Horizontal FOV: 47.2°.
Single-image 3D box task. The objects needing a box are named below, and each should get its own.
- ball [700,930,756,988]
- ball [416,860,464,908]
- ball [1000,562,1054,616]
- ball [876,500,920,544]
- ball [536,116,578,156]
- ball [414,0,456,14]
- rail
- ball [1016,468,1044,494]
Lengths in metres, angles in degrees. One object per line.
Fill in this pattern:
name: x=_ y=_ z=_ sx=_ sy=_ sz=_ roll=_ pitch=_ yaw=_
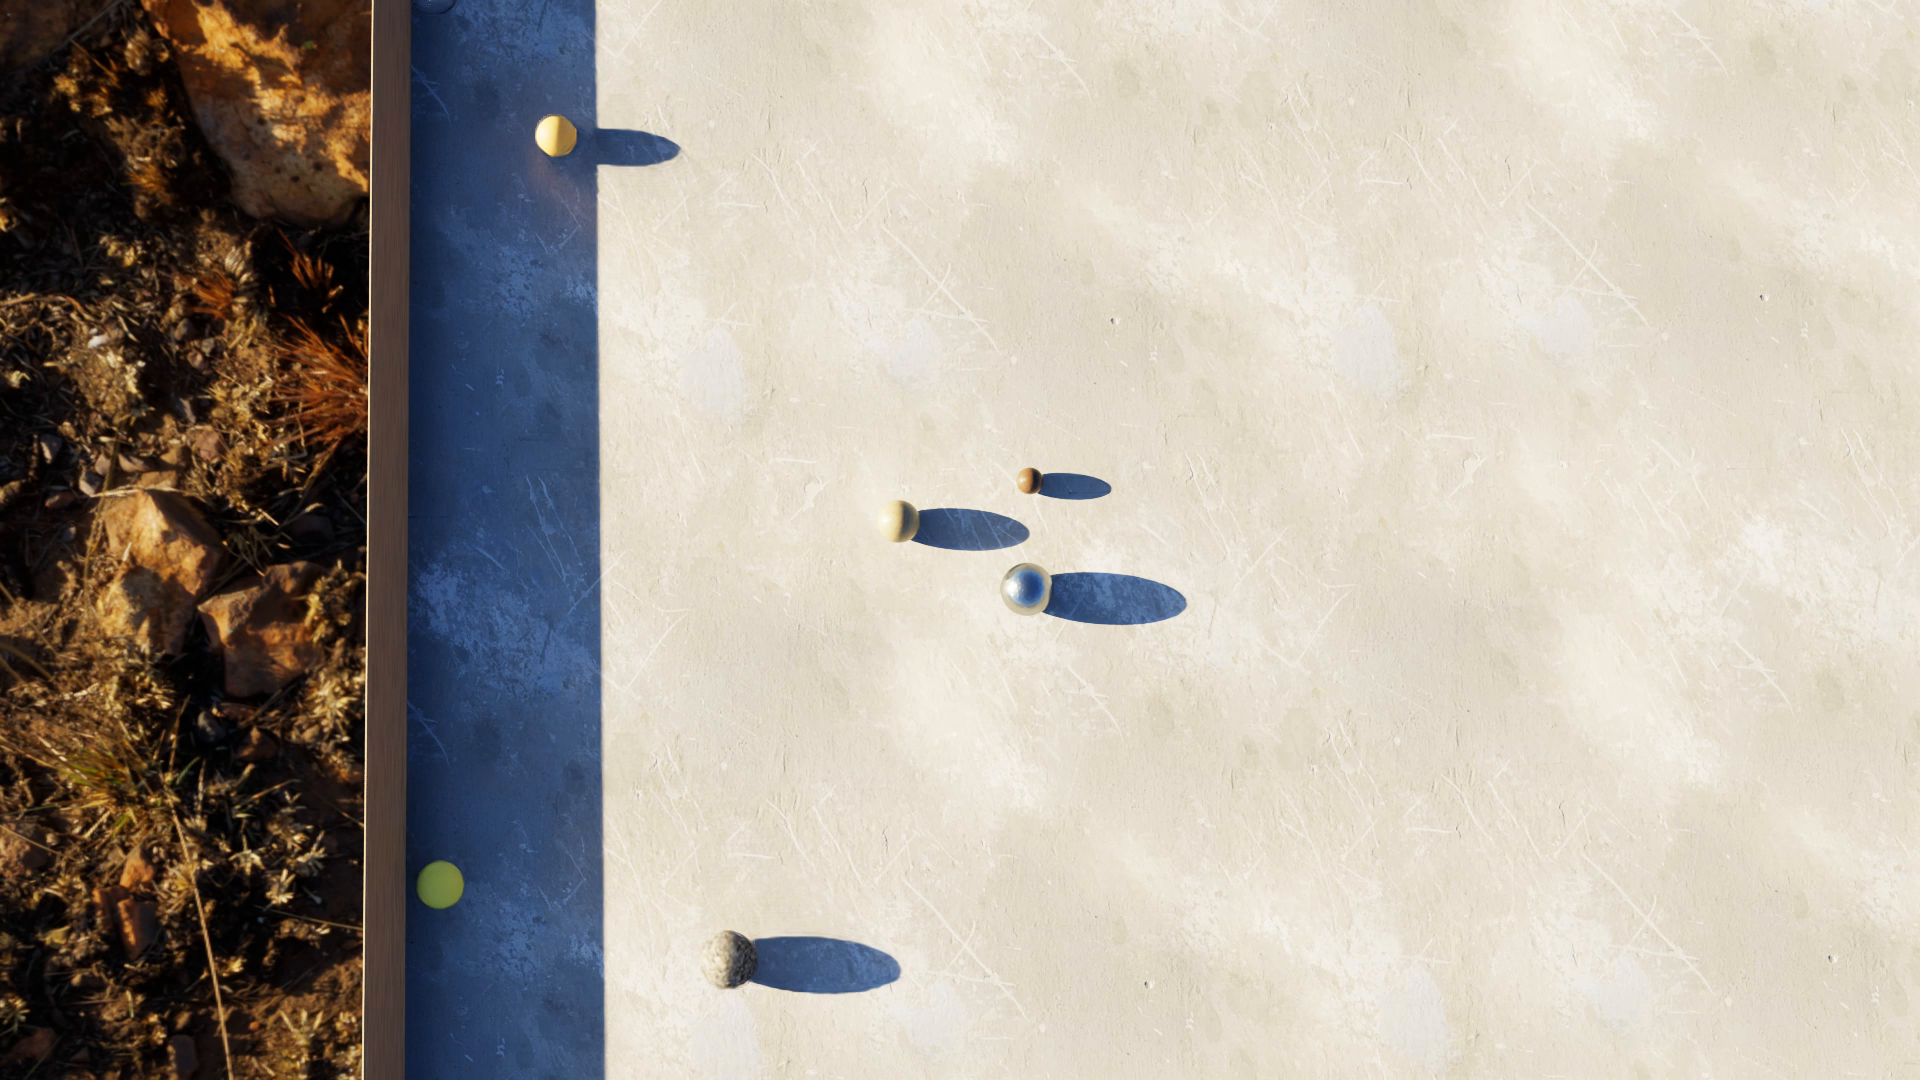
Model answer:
ball: x=-0.335 y=0.605 z=3.171 sx=0.083 sy=0.083 sz=0.083 roll=0 pitch=80 yaw=0
ball: x=-0.756 y=0.501 z=3.196 sx=0.068 sy=0.068 sz=0.068 roll=0 pitch=80 yaw=0
ball: x=0.100 y=0.073 z=3.265 sx=0.080 sy=0.080 sz=0.080 roll=0 pitch=80 yaw=0
ball: x=-0.092 y=-0.028 z=3.290 sx=0.065 sy=0.065 sz=0.065 roll=0 pitch=80 yaw=0
ball: x=-0.622 y=-0.623 z=3.396 sx=0.062 sy=0.062 sz=0.062 roll=0 pitch=80 yaw=0
ball: x=-0.820 y=-0.856 z=3.431 sx=0.072 sy=0.072 sz=0.072 roll=0 pitch=80 yaw=0
rail: x=-0.841 y=0.027 z=3.258 sx=0.045 sy=0.107 sz=1.962 roll=-2 pitch=80 yaw=0
ball: x=0.105 y=-0.089 z=3.313 sx=0.042 sy=0.042 sz=0.042 roll=0 pitch=80 yaw=0
